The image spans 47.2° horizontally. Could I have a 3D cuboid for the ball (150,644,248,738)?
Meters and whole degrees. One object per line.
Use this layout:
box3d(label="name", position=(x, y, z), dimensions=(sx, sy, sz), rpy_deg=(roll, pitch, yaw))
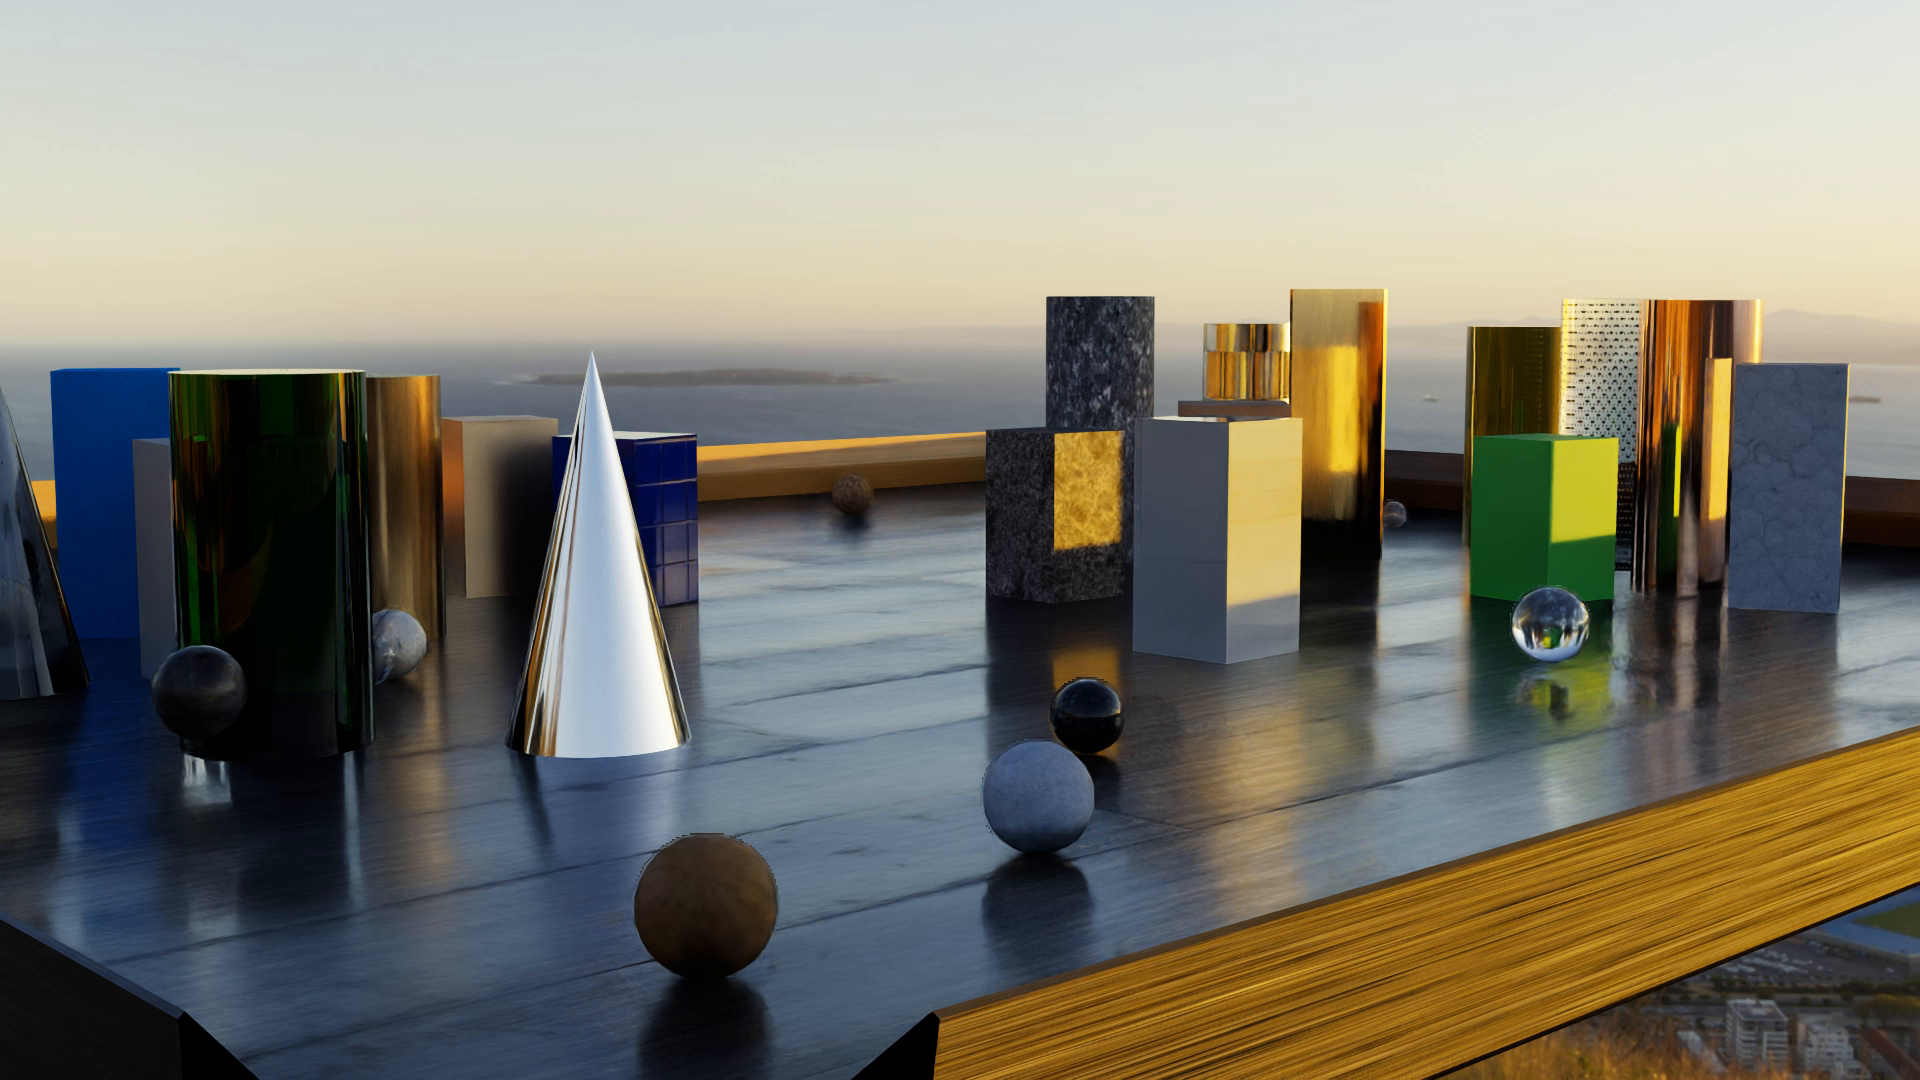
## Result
box3d(label="ball", position=(-0.732, 0.146, 2.118), dimensions=(0.090, 0.090, 0.090), rpy_deg=(0, 6, 0))

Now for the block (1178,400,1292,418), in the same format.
box3d(label="block", position=(0.384, -0.038, 3.113), dimensions=(0.153, 0.312, 0.153), rpy_deg=(1, 6, 5))

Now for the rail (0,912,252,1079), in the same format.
box3d(label="rail", position=(-1.340, 0.162, 2.102), dimensions=(0.045, 0.125, 3.425), rpy_deg=(-6, 8, -42))

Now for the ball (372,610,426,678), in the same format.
box3d(label="ball", position=(-0.686, 0.126, 2.653), dimensions=(0.084, 0.084, 0.084), rpy_deg=(0, 6, 0))

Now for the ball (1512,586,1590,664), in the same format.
box3d(label="ball", position=(0.745, 0.107, 2.770), dimensions=(0.096, 0.096, 0.096), rpy_deg=(0, 6, 0))

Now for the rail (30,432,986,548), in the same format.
box3d(label="rail", position=(-1.145, -0.098, 4.566), dimensions=(3.695, 0.125, 0.045), rpy_deg=(-6, 8, -42))

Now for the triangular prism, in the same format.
box3d(label="triangular prism", position=(0.678, -0.212, 3.976), dimensions=(0.166, 0.479, 0.144), rpy_deg=(1, 6, 8))

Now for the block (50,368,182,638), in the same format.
box3d(label="block", position=(-1.159, -0.055, 3.044), dimensions=(0.153, 0.361, 0.153), rpy_deg=(-2, 6, -15))

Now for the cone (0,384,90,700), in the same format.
box3d(label="cone", position=(-1.129, -0.029, 2.575), dimensions=(0.192, 0.406, 0.192), rpy_deg=(0, 6, 0))

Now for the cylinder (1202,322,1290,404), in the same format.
box3d(label="cylinder", position=(0.575, -0.220, 4.352), dimensions=(0.192, 0.416, 0.192), rpy_deg=(0, 6, 0))

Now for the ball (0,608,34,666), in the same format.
box3d(label="ball", position=(-1.195, 0.122, 2.748), dimensions=(0.072, 0.072, 0.072), rpy_deg=(0, 6, 0))

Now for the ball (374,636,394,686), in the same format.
box3d(label="ball", position=(-0.697, 0.142, 2.582), dimensions=(0.063, 0.063, 0.063), rpy_deg=(0, 6, 0))

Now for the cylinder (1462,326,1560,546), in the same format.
box3d(label="cylinder", position=(1.048, -0.196, 4.140), dimensions=(0.192, 0.411, 0.192), rpy_deg=(0, 6, 0))

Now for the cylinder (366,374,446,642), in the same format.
box3d(label="cylinder", position=(-0.797, -0.045, 2.976), dimensions=(0.192, 0.355, 0.192), rpy_deg=(0, 6, 0))

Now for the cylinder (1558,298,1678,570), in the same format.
box3d(label="cylinder", position=(1.135, -0.186, 3.815), dimensions=(0.192, 0.461, 0.192), rpy_deg=(0, 6, 0))

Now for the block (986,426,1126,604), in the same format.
box3d(label="block", position=(0.148, -0.043, 3.423), dimensions=(0.153, 0.257, 0.153), rpy_deg=(-5, 8, -42))

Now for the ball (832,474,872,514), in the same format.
box3d(label="ball", position=(-0.234, -0.098, 4.759), dimensions=(0.086, 0.086, 0.086), rpy_deg=(0, 6, 0))

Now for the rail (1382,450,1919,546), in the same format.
box3d(label="rail", position=(1.340, -0.097, 4.562), dimensions=(0.045, 0.125, 3.425), rpy_deg=(-6, 8, -42))

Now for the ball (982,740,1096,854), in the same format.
box3d(label="ball", position=(0.064, 0.211, 1.801), dimensions=(0.092, 0.092, 0.092), rpy_deg=(0, 6, 0))

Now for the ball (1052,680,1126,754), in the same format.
box3d(label="ball", position=(0.129, 0.177, 2.208), dimensions=(0.074, 0.074, 0.074), rpy_deg=(0, 6, 0))

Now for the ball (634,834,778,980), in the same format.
box3d(label="ball", position=(-0.169, 0.244, 1.465), dimensions=(0.096, 0.096, 0.096), rpy_deg=(0, 6, 0))

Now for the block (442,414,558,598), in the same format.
box3d(label="block", position=(-0.733, -0.057, 3.481), dimensions=(0.153, 0.273, 0.153), rpy_deg=(-4, 7, -30))

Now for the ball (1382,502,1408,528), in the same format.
box3d(label="ball", position=(0.883, -0.051, 4.476), dimensions=(0.054, 0.054, 0.054), rpy_deg=(0, 6, 0))

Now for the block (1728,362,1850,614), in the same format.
box3d(label="block", position=(1.245, -0.083, 3.304), dimensions=(0.153, 0.362, 0.153), rpy_deg=(3, 7, 23))

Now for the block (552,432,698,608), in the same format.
box3d(label="block", position=(-0.504, -0.031, 3.325), dimensions=(0.153, 0.255, 0.153), rpy_deg=(3, 7, 29))

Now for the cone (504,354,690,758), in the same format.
box3d(label="cone", position=(-0.375, 0.006, 2.261), dimensions=(0.192, 0.403, 0.192), rpy_deg=(0, 6, 0))

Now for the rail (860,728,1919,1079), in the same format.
box3d(label="rail", position=(1.145, 0.162, 2.098), dimensions=(3.695, 0.125, 0.045), rpy_deg=(-6, 8, -42))

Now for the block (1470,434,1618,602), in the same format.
box3d(label="block", position=(0.902, -0.035, 3.399), dimensions=(0.153, 0.247, 0.153), rpy_deg=(-4, 7, -34))

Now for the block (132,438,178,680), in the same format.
box3d(label="block", position=(-0.889, 0.024, 2.641), dimensions=(0.153, 0.288, 0.153), rpy_deg=(-4, 7, -35))

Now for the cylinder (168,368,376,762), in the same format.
box3d(label="cylinder", position=(-0.699, 0.019, 2.242), dimensions=(0.192, 0.381, 0.192), rpy_deg=(0, 6, 0))

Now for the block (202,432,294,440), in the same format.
box3d(label="block", position=(-1.056, -0.031, 3.325), dimensions=(0.153, 0.254, 0.153), rpy_deg=(-2, 6, -21))

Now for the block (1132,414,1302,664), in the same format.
box3d(label="block", position=(0.334, -0.006, 2.854), dimensions=(0.153, 0.304, 0.153), rpy_deg=(6, 8, 44))

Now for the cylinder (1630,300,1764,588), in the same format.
box3d(label="cylinder", position=(1.198, -0.160, 3.575), dimensions=(0.192, 0.458, 0.192), rpy_deg=(0, 6, 0))

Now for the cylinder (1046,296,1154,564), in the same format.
box3d(label="cylinder", position=(0.248, -0.199, 3.916), dimensions=(0.192, 0.466, 0.192), rpy_deg=(0, 6, 0))
